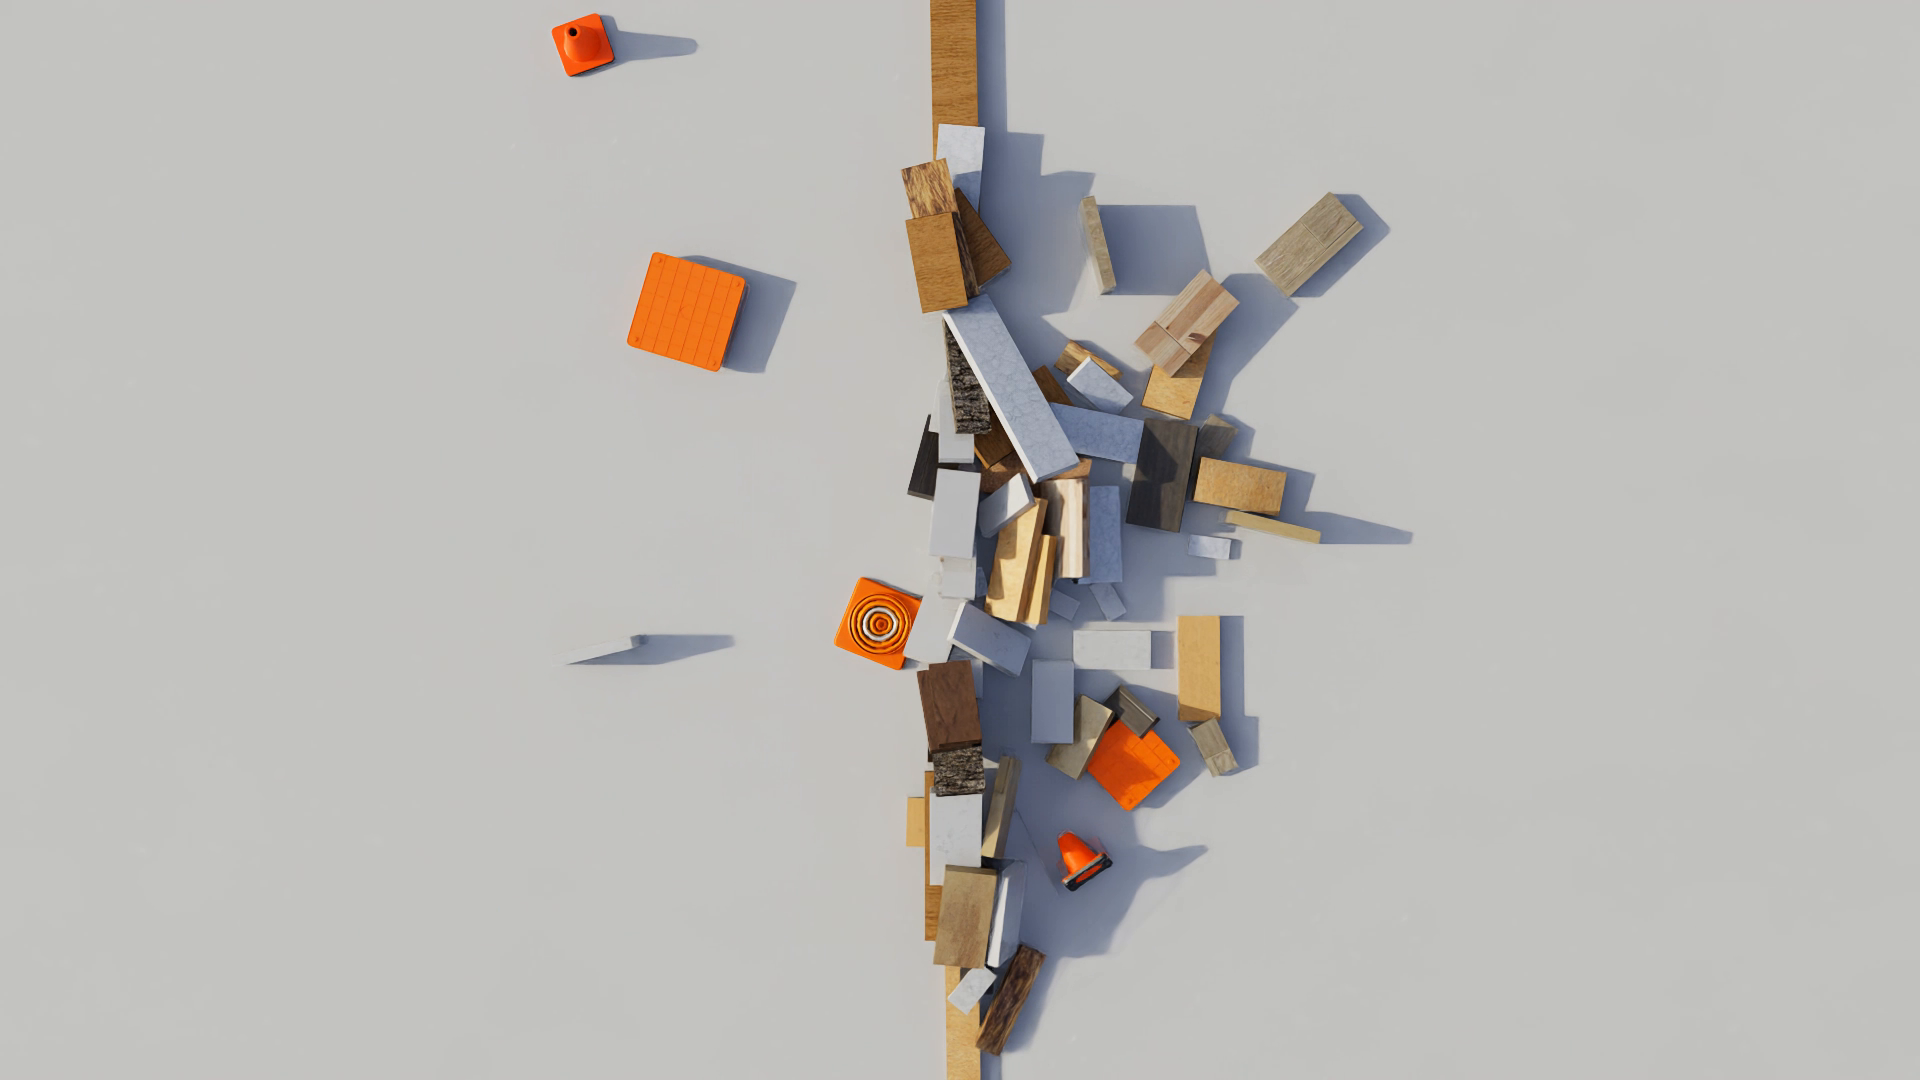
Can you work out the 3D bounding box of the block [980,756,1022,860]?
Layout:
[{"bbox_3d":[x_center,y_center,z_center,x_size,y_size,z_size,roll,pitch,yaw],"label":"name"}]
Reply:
[{"bbox_3d":[0.137,0.876,5.392,0.043,0.153,0.324,9,79,15],"label":"block"}]

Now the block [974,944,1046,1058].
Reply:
[{"bbox_3d":[0.165,1.526,5.469,0.091,0.026,0.366,26,87,-11],"label":"block"}]

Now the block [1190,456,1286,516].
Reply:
[{"bbox_3d":[0.923,-0.177,5.461,0.292,0.041,0.146,10,92,-6],"label":"block"}]

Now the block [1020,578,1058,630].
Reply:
[{"bbox_3d":[0.239,0.125,5.465,0.153,0.043,0.307,23,90,10],"label":"block"}]

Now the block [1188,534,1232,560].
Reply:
[{"bbox_3d":[0.829,0.024,5.490,0.137,0.019,0.068,8,90,0],"label":"block"}]

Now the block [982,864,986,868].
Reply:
[{"bbox_3d":[0.018,1.097,5.453,0.222,0.031,0.111,41,90,0],"label":"block"}]

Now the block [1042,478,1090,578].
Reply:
[{"bbox_3d":[0.344,-0.036,5.376,0.159,0.045,0.318,-2,87,37],"label":"block"}]

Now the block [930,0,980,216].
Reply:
[{"bbox_3d":[-0.017,-1.449,5.479,0.151,0.043,1.115,-1,90,0],"label":"block"}]

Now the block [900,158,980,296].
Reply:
[{"bbox_3d":[-0.063,-1.002,5.364,0.150,0.042,0.449,-14,104,5],"label":"block"}]

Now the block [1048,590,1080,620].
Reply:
[{"bbox_3d":[0.324,0.207,5.490,0.137,0.019,0.068,27,90,0],"label":"block"}]

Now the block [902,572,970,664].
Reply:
[{"bbox_3d":[-0.071,0.266,5.419,0.144,0.041,0.288,18,73,6],"label":"block"}]

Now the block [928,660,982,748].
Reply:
[{"bbox_3d":[-0.016,0.522,5.274,0.136,0.039,0.273,-6,64,-5],"label":"block"}]

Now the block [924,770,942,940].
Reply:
[{"bbox_3d":[-0.033,1.034,5.412,0.165,0.047,0.548,0,88,-1],"label":"block"}]

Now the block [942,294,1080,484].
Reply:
[{"bbox_3d":[0.164,-0.498,5.362,0.159,0.045,0.664,-22,73,-20],"label":"block"}]

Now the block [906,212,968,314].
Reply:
[{"bbox_3d":[-0.075,-0.899,5.347,0.151,0.043,0.302,-10,104,4],"label":"block"}]

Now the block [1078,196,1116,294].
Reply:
[{"bbox_3d":[0.451,-0.968,5.425,0.042,0.150,0.300,-14,90,0],"label":"block"}]

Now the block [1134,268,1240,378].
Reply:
[{"bbox_3d":[0.745,-0.713,5.430,0.165,0.047,0.330,43,90,0],"label":"block"}]

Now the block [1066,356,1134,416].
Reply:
[{"bbox_3d":[0.463,-0.500,5.433,0.208,0.029,0.104,38,105,-24],"label":"block"}]

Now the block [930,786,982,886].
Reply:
[{"bbox_3d":[-0.014,0.954,5.313,0.165,0.047,0.330,0,108,-1],"label":"block"}]

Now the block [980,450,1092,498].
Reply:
[{"bbox_3d":[0.245,-0.214,5.475,0.354,0.050,0.177,12,90,0],"label":"block"}]

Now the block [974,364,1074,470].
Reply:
[{"bbox_3d":[0.185,-0.406,5.436,0.354,0.050,0.177,-35,87,-11],"label":"block"}]

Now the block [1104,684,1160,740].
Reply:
[{"bbox_3d":[0.564,0.566,5.432,0.091,0.026,0.183,-47,52,-2],"label":"block"}]

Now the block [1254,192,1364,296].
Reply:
[{"bbox_3d":[1.158,-0.982,5.477,0.330,0.047,0.165,-43,90,0],"label":"block"}]

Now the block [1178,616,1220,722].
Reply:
[{"bbox_3d":[0.794,0.426,5.481,0.135,0.038,0.347,-1,90,0],"label":"block"}]

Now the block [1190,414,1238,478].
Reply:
[{"bbox_3d":[0.825,-0.304,5.485,0.104,0.029,0.208,32,90,0],"label":"block"}]

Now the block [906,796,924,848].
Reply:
[{"bbox_3d":[-0.136,0.939,5.489,0.081,0.023,0.161,2,90,0],"label":"block"}]

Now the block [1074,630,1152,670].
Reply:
[{"bbox_3d":[0.505,0.365,5.482,0.255,0.036,0.127,1,90,0],"label":"block"}]

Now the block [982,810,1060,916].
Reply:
[{"bbox_3d":[0.203,1.073,5.482,0.127,0.036,0.331,-25,90,0],"label":"block"}]

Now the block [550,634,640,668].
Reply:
[{"bbox_3d":[-1.200,0.365,5.432,0.270,0.135,0.038,-14,90,0],"label":"block"}]

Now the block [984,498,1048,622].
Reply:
[{"bbox_3d":[0.182,0.056,5.389,0.144,0.041,0.405,12,92,43],"label":"block"}]

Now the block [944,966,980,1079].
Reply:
[{"bbox_3d":[0.006,1.405,5.484,0.111,0.031,1.001,-1,90,0],"label":"block"}]

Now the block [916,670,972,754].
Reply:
[{"bbox_3d":[-0.051,0.545,5.306,0.136,0.039,0.273,-8,64,-6],"label":"block"}]

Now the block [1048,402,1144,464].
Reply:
[{"bbox_3d":[0.435,-0.351,5.433,0.328,0.041,0.146,10,92,-14],"label":"block"}]

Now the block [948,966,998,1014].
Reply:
[{"bbox_3d":[0.041,1.472,5.426,0.081,0.023,0.161,39,90,0],"label":"block"}]
